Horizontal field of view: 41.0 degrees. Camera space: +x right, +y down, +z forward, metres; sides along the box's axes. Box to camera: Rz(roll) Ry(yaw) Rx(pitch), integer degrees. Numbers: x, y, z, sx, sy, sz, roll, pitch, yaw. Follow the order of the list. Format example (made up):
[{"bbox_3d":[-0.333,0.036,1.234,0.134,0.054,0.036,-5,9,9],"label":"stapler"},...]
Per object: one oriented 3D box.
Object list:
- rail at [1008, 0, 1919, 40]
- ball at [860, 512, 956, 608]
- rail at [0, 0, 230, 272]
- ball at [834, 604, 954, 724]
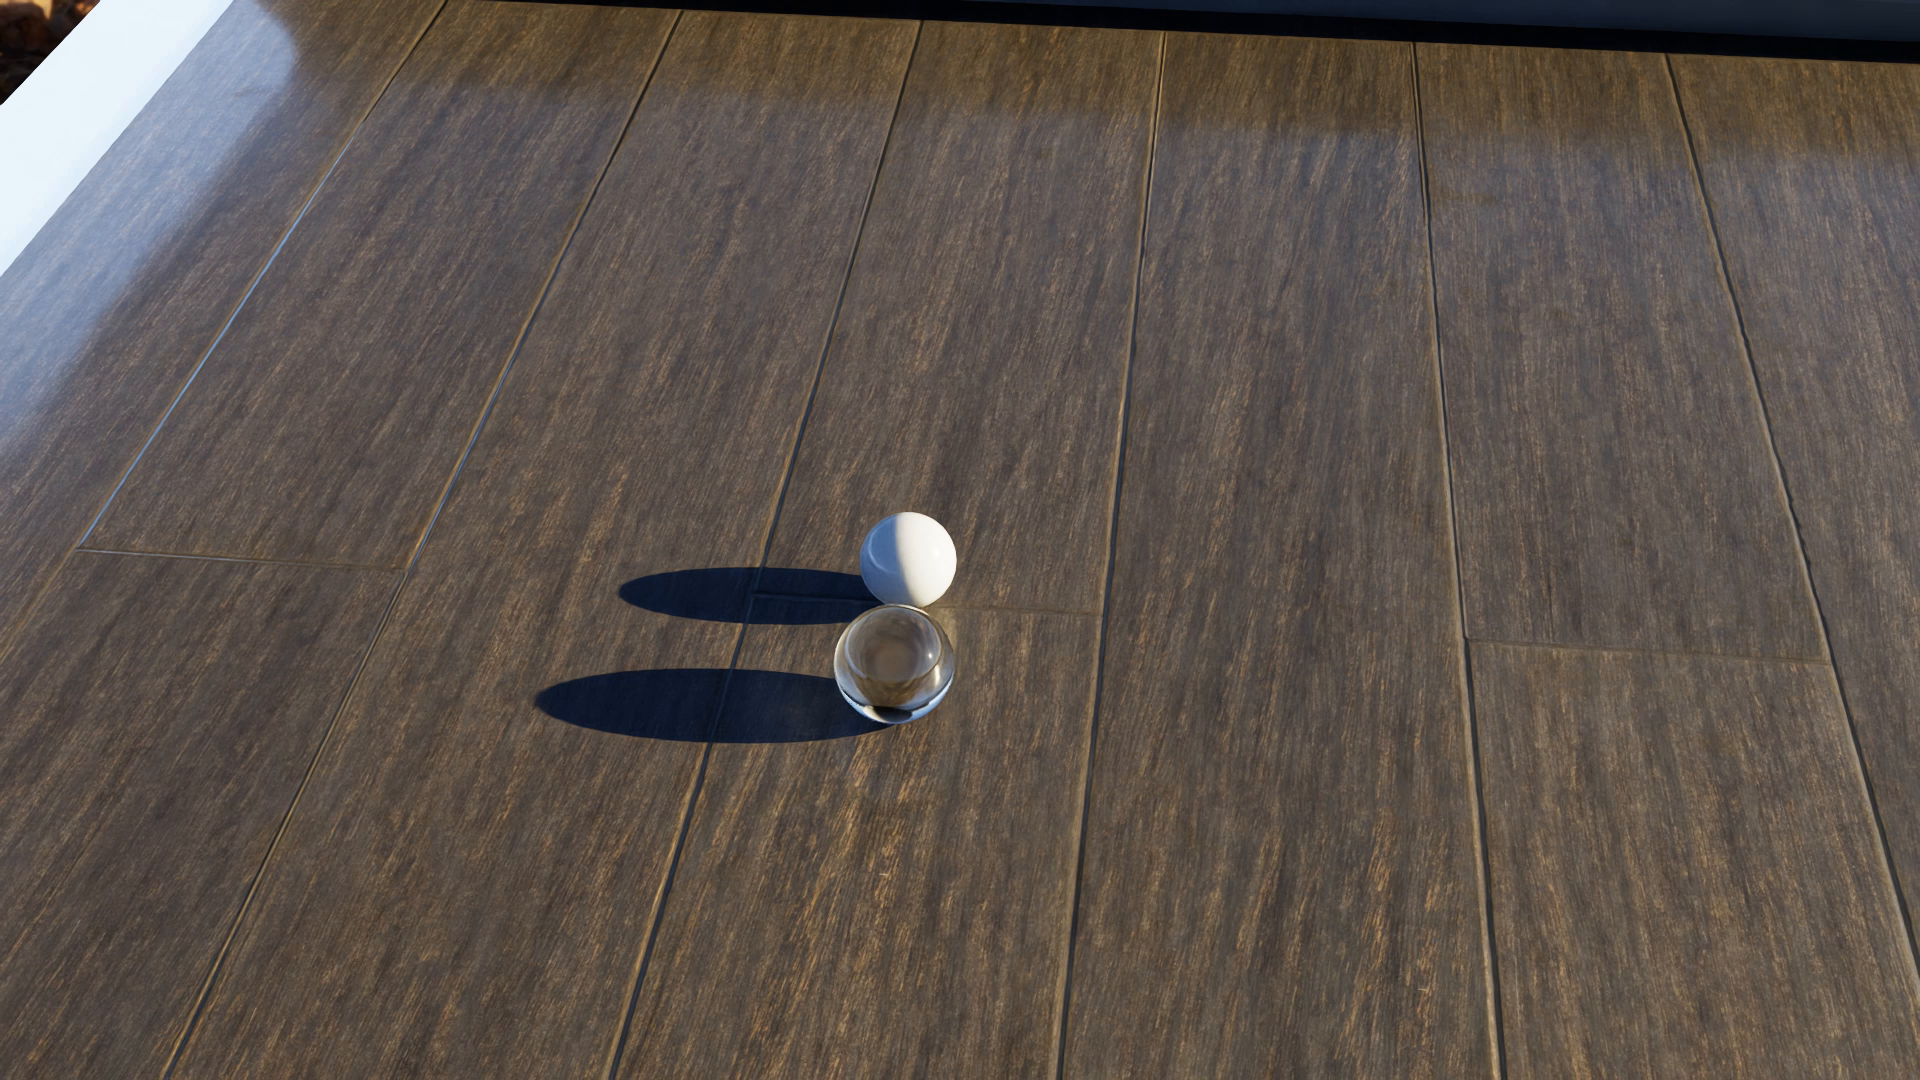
[{"bbox_3d":[0.971,-0.543,2.539,3.472,0.126,0.045,4,35,5],"label":"rail"},{"bbox_3d":[-0.037,0.015,1.797,0.068,0.068,0.068,0,35,0],"label":"ball"},{"bbox_3d":[-0.839,-0.074,1.872,0.045,0.126,2.059,4,35,5],"label":"rail"},{"bbox_3d":[-0.043,0.082,1.692,0.080,0.080,0.080,0,35,0],"label":"ball"}]
